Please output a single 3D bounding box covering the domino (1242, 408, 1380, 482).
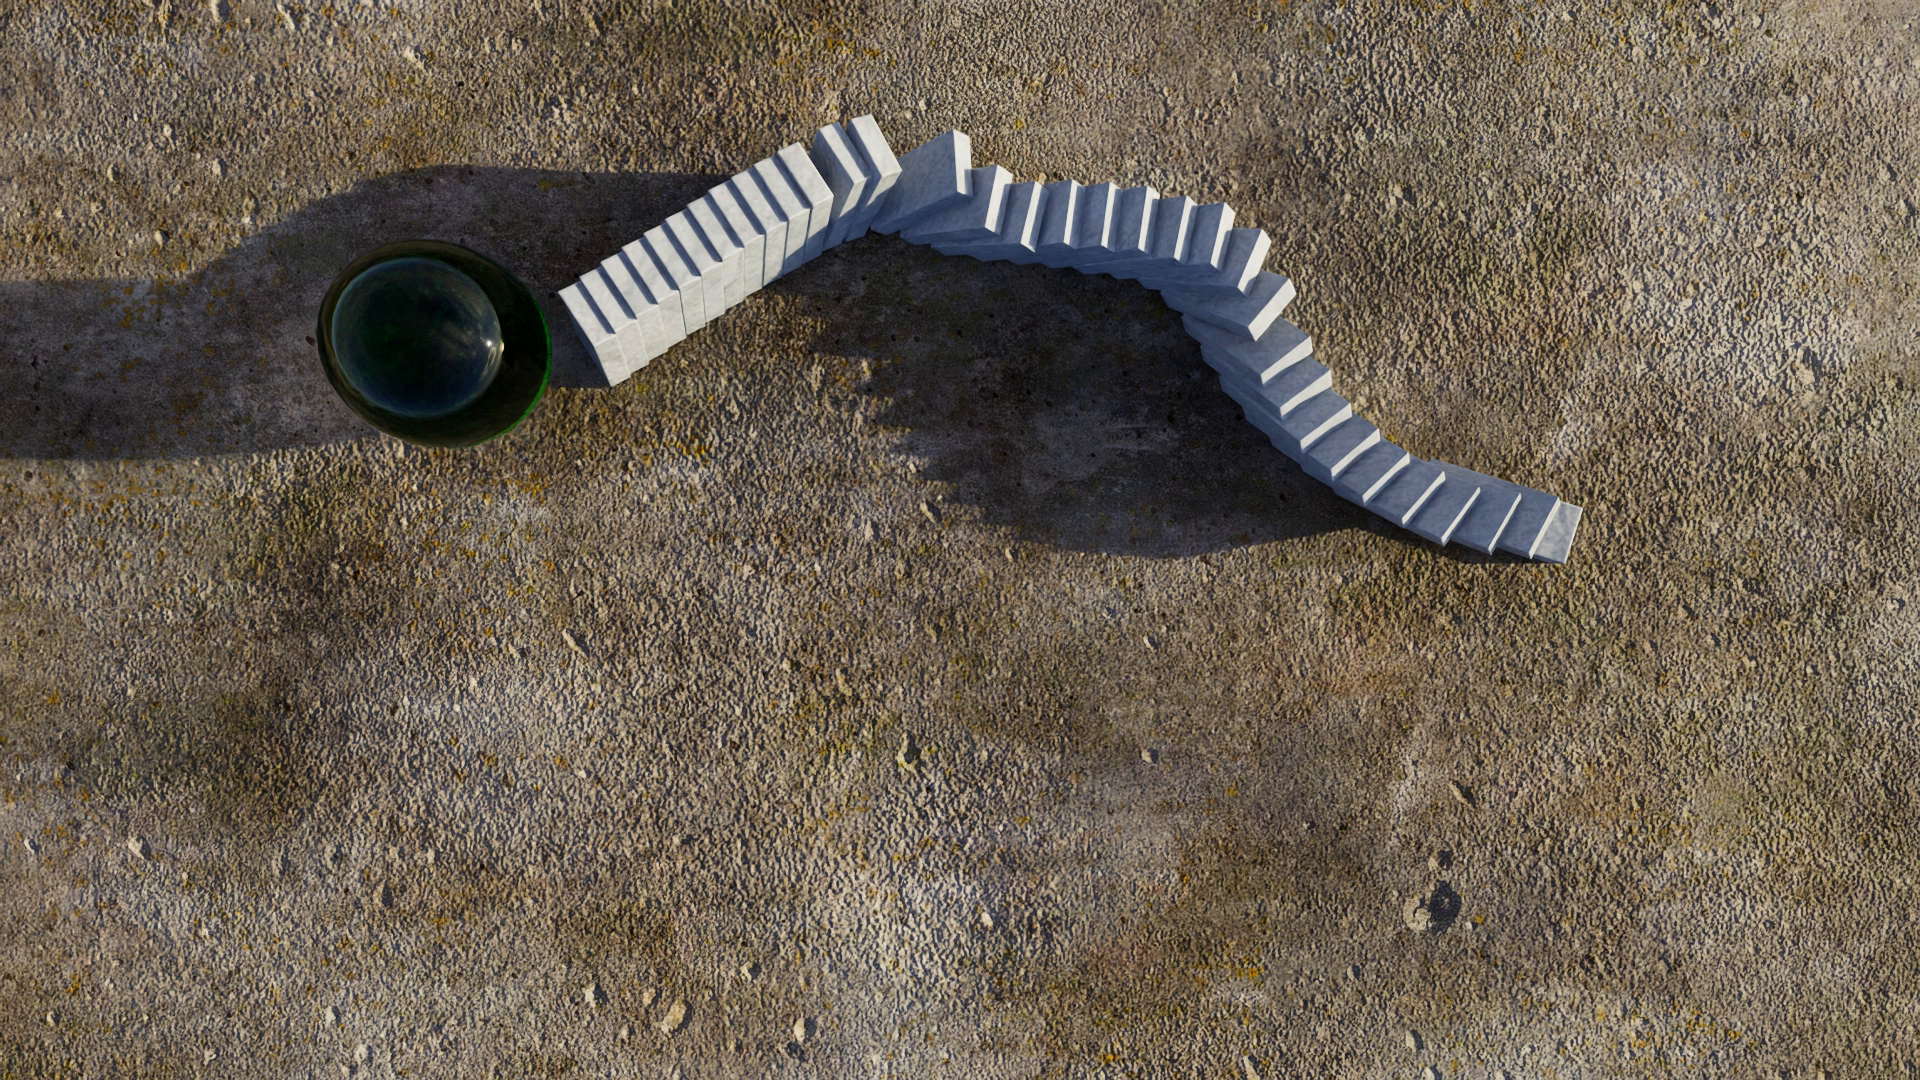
[{"bbox_3d":[0.145,-0.048,0.380,0.025,0.010,0.050,-41,51,0],"label":"domino"}]

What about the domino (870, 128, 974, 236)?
[{"bbox_3d":[-0.017,-0.147,0.379,0.050,0.010,0.025,-6,86,42],"label":"domino"}]

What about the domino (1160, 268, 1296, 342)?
[{"bbox_3d":[0.110,-0.102,0.379,0.025,0.050,0.010,-49,134,0],"label":"domino"}]

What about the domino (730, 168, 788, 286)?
[{"bbox_3d":[-0.083,-0.127,0.375,0.009,0.050,0.025,-33,90,-16],"label":"domino"}]

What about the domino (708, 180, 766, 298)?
[{"bbox_3d":[-0.091,-0.122,0.375,0.009,0.050,0.025,-33,90,-16],"label":"domino"}]

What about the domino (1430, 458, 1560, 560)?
[{"bbox_3d":[0.216,-0.014,0.380,0.050,0.010,0.025,28,90,40],"label":"domino"}]

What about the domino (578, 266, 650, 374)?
[{"bbox_3d":[-0.141,-0.089,0.375,0.010,0.050,0.025,-33,90,-16],"label":"domino"}]

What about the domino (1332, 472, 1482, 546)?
[{"bbox_3d":[0.184,-0.020,0.380,0.050,0.010,0.025,37,91,40],"label":"domino"}]

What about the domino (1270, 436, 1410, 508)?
[{"bbox_3d":[0.156,-0.038,0.380,0.025,0.010,0.050,-43,51,0],"label":"domino"}]

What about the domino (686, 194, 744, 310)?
[{"bbox_3d":[-0.100,-0.116,0.375,0.010,0.050,0.025,-33,90,-16],"label":"domino"}]

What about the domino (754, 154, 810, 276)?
[{"bbox_3d":[-0.074,-0.131,0.375,0.010,0.050,0.025,-33,90,-16],"label":"domino"}]

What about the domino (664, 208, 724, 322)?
[{"bbox_3d":[-0.108,-0.111,0.375,0.010,0.050,0.025,-33,90,-16],"label":"domino"}]

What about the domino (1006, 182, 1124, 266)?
[{"bbox_3d":[0.042,-0.130,0.380,0.050,0.010,0.025,8,90,43],"label":"domino"}]

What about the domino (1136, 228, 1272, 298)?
[{"bbox_3d":[0.100,-0.116,0.379,0.050,0.009,0.025,22,88,44],"label":"domino"}]

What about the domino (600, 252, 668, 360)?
[{"bbox_3d":[-0.132,-0.094,0.375,0.010,0.050,0.025,-33,90,-16],"label":"domino"}]

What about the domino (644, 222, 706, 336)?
[{"bbox_3d":[-0.116,-0.105,0.375,0.010,0.050,0.025,-33,90,-16],"label":"domino"}]

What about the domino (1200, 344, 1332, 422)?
[{"bbox_3d":[0.126,-0.073,0.381,0.025,0.010,0.050,-37,51,0],"label":"domino"}]

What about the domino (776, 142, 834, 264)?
[{"bbox_3d":[-0.065,-0.136,0.375,0.010,0.050,0.025,-33,90,-17],"label":"domino"}]

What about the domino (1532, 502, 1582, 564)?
[{"bbox_3d":[0.238,-0.009,0.395,0.050,0.009,0.025,18,90,0],"label":"domino"}]

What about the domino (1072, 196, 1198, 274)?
[{"bbox_3d":[0.071,-0.125,0.379,0.050,0.010,0.025,10,88,43],"label":"domino"}]

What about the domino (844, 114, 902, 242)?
[{"bbox_3d":[-0.042,-0.147,0.376,0.010,0.050,0.025,-29,90,-26],"label":"domino"}]

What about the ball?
[{"bbox_3d":[-0.204,-0.076,0.360,0.080,0.080,0.080,0,90,0],"label":"ball"}]

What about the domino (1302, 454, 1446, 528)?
[{"bbox_3d":[0.170,-0.029,0.380,0.025,0.010,0.050,-49,50,1],"label":"domino"}]

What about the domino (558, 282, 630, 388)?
[{"bbox_3d":[-0.149,-0.083,0.375,0.009,0.050,0.025,-33,90,-16],"label":"domino"}]

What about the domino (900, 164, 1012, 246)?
[{"bbox_3d":[-0.003,-0.138,0.379,0.050,0.009,0.025,12,90,43],"label":"domino"}]

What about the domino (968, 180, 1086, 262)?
[{"bbox_3d":[0.027,-0.132,0.380,0.050,0.010,0.025,8,90,42],"label":"domino"}]

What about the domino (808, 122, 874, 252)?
[{"bbox_3d":[-0.053,-0.143,0.376,0.009,0.050,0.025,-33,90,-26],"label":"domino"}]

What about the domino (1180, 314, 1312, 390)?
[{"bbox_3d":[0.118,-0.086,0.381,0.025,0.010,0.050,-38,51,0],"label":"domino"}]

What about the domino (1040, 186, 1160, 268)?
[{"bbox_3d":[0.057,-0.129,0.379,0.050,0.009,0.025,8,89,43],"label":"domino"}]

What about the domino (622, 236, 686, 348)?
[{"bbox_3d":[-0.124,-0.100,0.375,0.009,0.050,0.025,-33,90,-16],"label":"domino"}]

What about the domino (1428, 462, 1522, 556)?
[{"bbox_3d":[0.200,-0.016,0.380,0.050,0.009,0.025,30,91,40],"label":"domino"}]

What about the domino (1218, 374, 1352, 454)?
[{"bbox_3d":[0.134,-0.060,0.380,0.025,0.009,0.050,-37,51,0],"label":"domino"}]

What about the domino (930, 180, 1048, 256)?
[{"bbox_3d":[0.012,-0.133,0.380,0.050,0.010,0.025,14,90,41],"label":"domino"}]

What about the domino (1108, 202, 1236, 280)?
[{"bbox_3d":[0.086,-0.123,0.379,0.050,0.009,0.025,11,86,43],"label":"domino"}]
